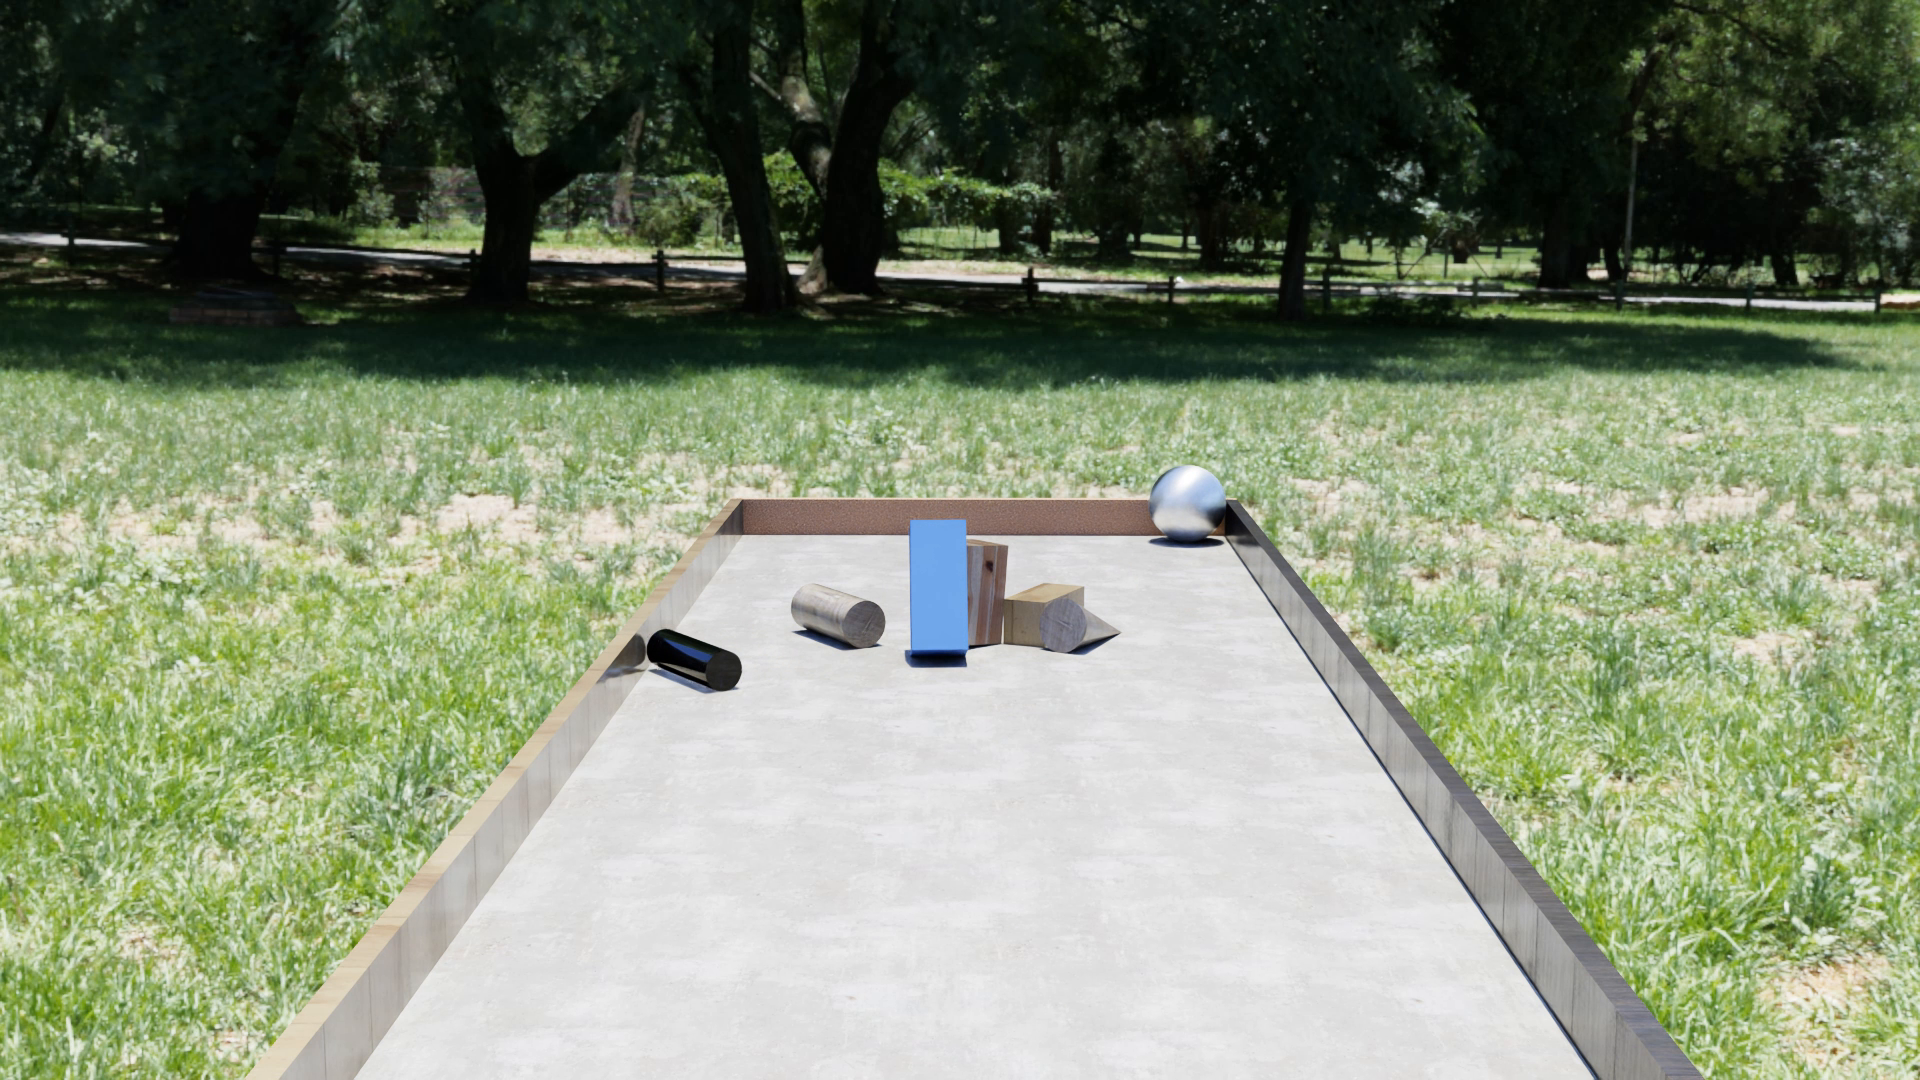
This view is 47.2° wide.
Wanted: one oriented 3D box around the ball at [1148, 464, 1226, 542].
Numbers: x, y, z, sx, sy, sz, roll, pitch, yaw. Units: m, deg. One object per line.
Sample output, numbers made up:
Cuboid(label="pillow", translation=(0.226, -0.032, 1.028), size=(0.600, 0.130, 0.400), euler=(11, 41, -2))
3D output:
Cuboid(label="ball", translation=(0.925, -0.148, 8.940), size=(0.314, 0.314, 0.314), euler=(0, 9, 0))

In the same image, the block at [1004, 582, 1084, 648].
Cuboid(label="block", translation=(0.271, 0.239, 7.047), size=(0.143, 0.143, 0.321), euler=(4, 10, 25))

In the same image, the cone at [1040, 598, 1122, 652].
Cuboid(label="cone", translation=(0.421, 0.282, 6.963), size=(0.169, 0.169, 0.376), euler=(6, -2, 34))

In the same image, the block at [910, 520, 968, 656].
Cuboid(label="block", translation=(-0.067, 0.148, 6.705), size=(0.169, 0.395, 0.169), euler=(0, -10, -3))

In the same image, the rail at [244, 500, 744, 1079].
Cuboid(label="rail", translation=(-1.004, 0.839, 3.234), size=(0.050, 0.150, 12.000), euler=(0, 9, 1))

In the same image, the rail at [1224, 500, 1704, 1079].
Cuboid(label="rail", translation=(1.046, 0.843, 3.208), size=(0.050, 0.150, 12.000), euler=(0, 9, 1))

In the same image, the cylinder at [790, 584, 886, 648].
Cuboid(label="cylinder", translation=(-0.391, 0.240, 7.015), size=(0.151, 0.151, 0.358), euler=(-5, 11, -31))

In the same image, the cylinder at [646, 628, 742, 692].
Cuboid(label="cylinder", translation=(-0.779, 0.349, 6.430), size=(0.118, 0.118, 0.382), euler=(-6, 11, -33))

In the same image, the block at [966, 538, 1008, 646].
Cuboid(label="block", translation=(0.022, 0.163, 6.939), size=(0.171, 0.312, 0.171), euler=(-1, 7, -40))

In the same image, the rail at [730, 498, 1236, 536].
Cuboid(label="rail", translation=(0.099, -0.098, 9.147), size=(2.100, 0.150, 0.050), euler=(0, 9, 1))
